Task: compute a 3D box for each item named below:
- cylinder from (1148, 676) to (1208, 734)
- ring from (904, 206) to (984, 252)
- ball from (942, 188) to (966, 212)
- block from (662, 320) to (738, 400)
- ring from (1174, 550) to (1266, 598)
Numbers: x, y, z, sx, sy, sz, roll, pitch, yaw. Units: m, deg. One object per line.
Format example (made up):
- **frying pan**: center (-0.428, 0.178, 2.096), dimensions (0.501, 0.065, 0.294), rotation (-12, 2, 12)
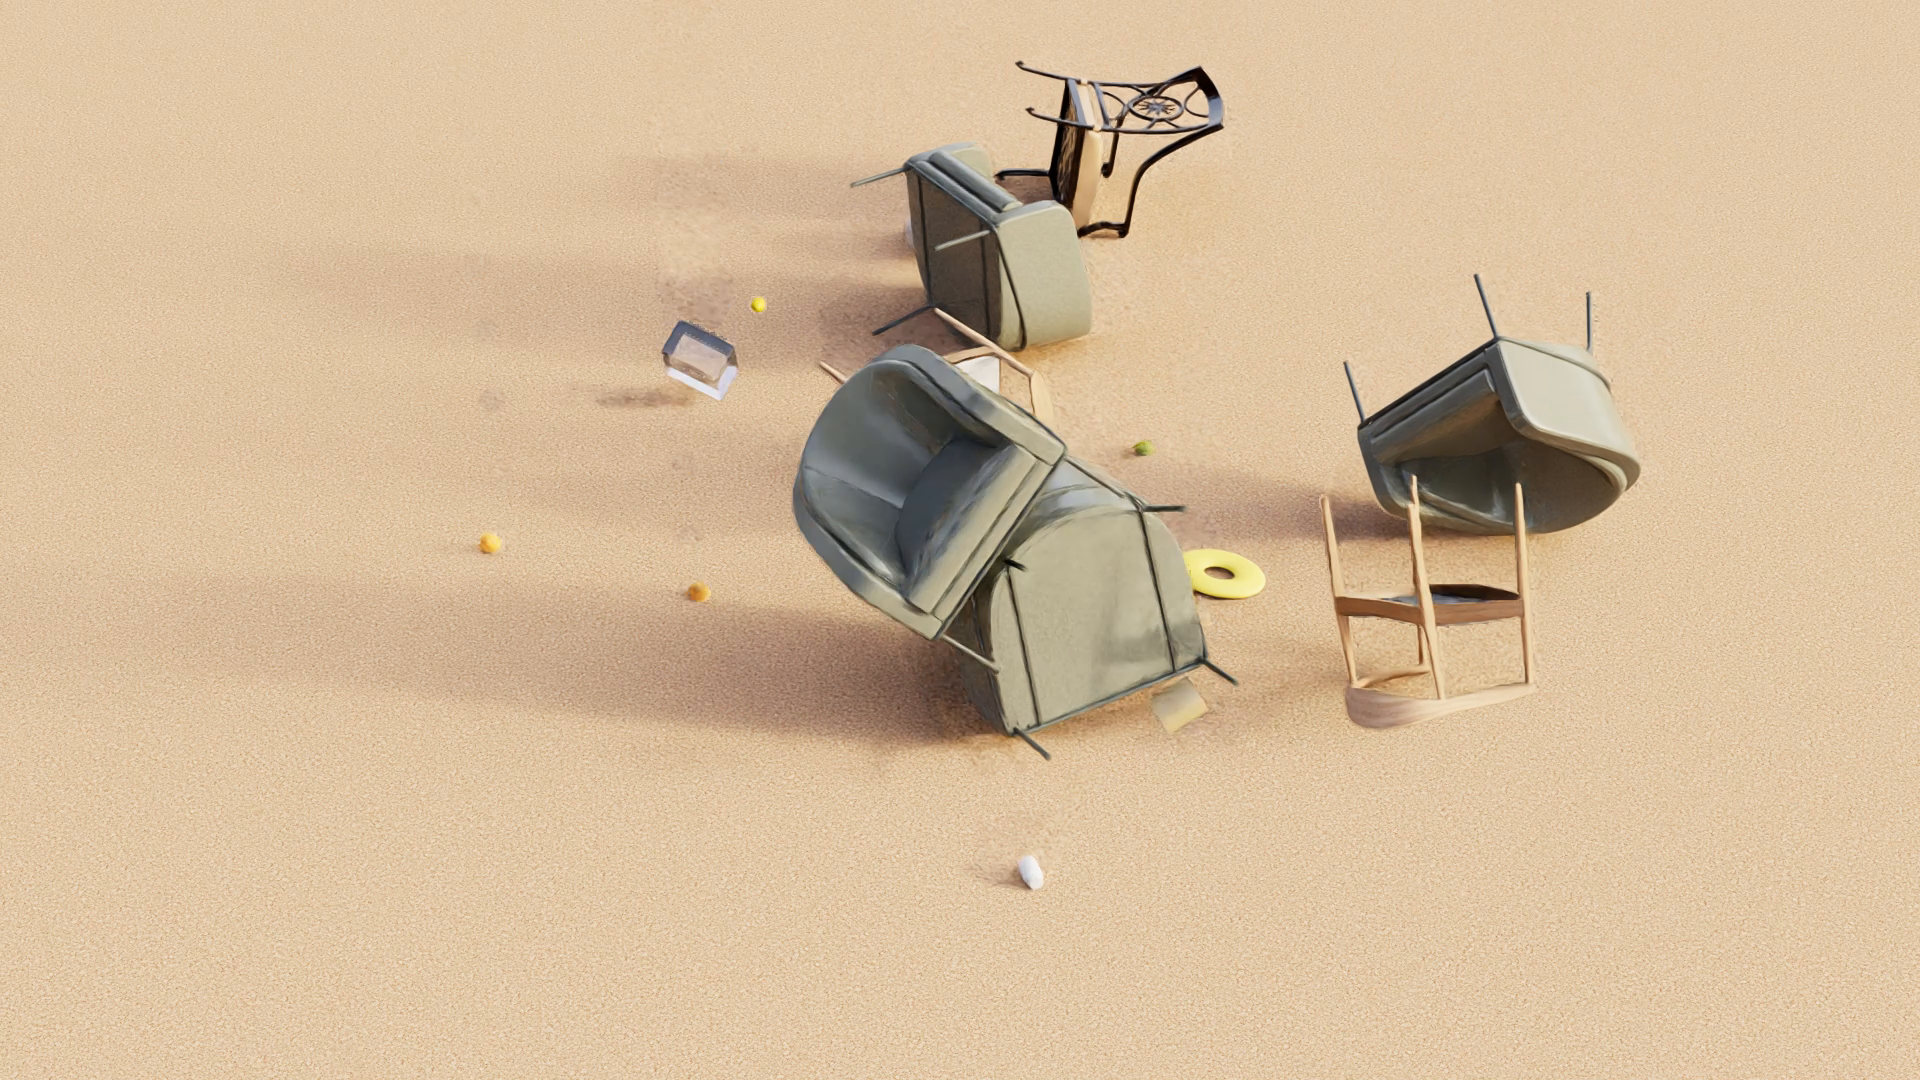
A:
- **cylinder**: center (0.701, 0.529, 9.400), dimensions (0.148, 0.128, 0.180), rotation (-32, 6, 2)
- **ring**: center (-0.070, -1.362, 12.854), dimensions (0.348, 0.135, 0.345), rotation (-18, 28, -30)
- **ball**: center (-0.026, -1.494, 12.855), dimensions (0.106, 0.106, 0.106), rotation (0, 33, 0)
- **block**: center (-1.032, -0.714, 11.648), dimensions (0.245, 0.278, 0.150), rotation (27, 75, 6)
- **ring**: center (0.948, 0.122, 10.720), dimensions (0.358, 0.044, 0.277), rotation (21, 39, 29)
